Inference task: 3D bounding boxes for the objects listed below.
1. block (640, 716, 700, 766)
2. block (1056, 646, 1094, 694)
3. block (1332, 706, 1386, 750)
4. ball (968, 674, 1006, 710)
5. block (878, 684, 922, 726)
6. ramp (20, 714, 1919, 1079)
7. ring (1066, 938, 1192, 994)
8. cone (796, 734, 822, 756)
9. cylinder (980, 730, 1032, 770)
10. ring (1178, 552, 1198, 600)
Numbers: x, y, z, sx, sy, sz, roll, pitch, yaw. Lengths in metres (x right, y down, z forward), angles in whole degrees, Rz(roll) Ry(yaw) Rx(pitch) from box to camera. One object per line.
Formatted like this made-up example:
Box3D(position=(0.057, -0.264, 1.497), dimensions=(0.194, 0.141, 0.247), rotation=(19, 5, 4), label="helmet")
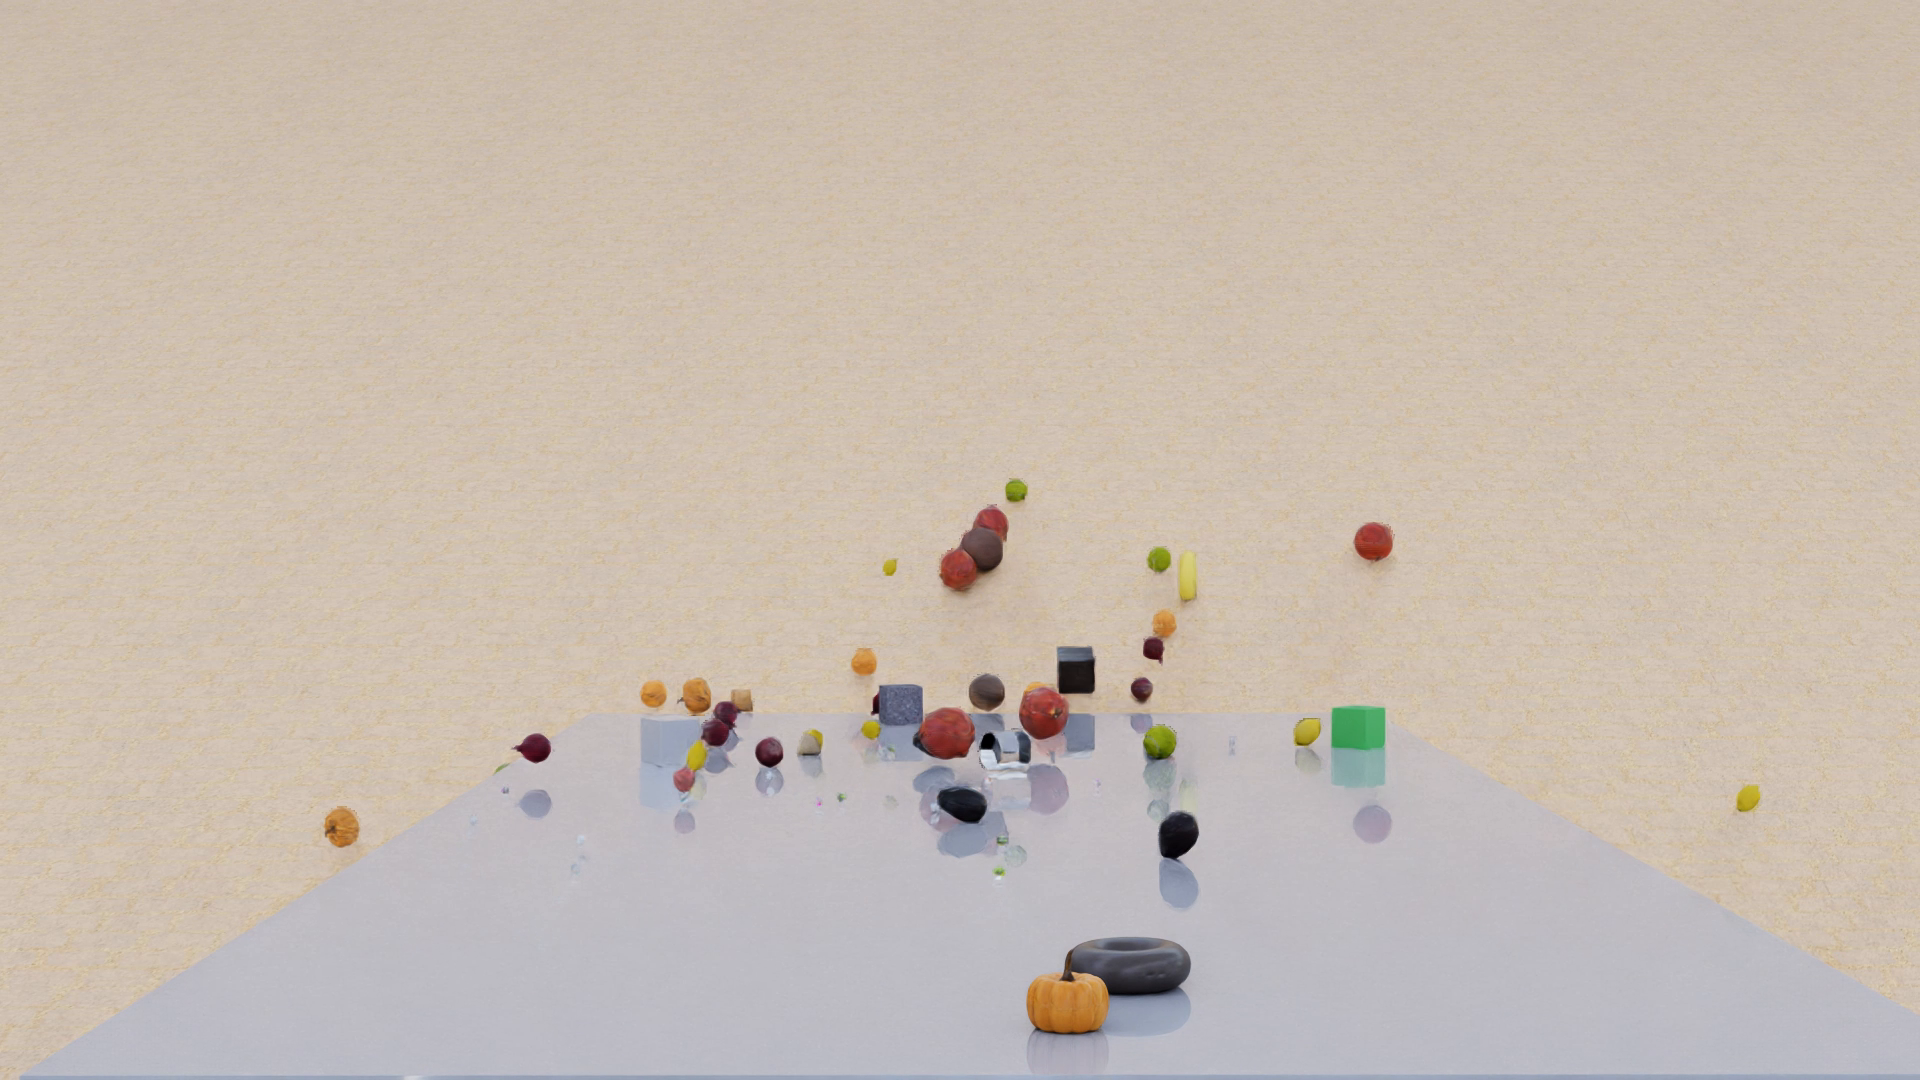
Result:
Box3D(position=(-0.612, 0.422, 5.444), dimensions=(0.092, 0.092, 0.092), rotation=(-1, 2, -34), label="block")
Box3D(position=(0.307, 0.345, 6.860), dimensions=(0.093, 0.093, 0.093), rotation=(-1, 21, -2), label="block")
Box3D(position=(0.889, 0.417, 5.751), dimensions=(0.087, 0.087, 0.087), rotation=(1, 2, 40), label="block")
Box3D(position=(0.070, 0.395, 6.683), dimensions=(0.095, 0.095, 0.095), rotation=(0, 26, 0), label="ball")
Box3D(position=(-0.145, 0.403, 6.316), dimensions=(0.090, 0.090, 0.090), rotation=(0, 1, -15), label="block")
Box3D(position=(0.059, 0.538, 4.574), dimensions=(2.000, 0.100, 4.000), rotation=(0, 1, 0), label="ramp")
Box3D(position=(0.197, 0.499, 3.027), dimensions=(0.148, 0.049, 0.148), rotation=(-1, 1, 0), label="ring")
Box3D(position=(-0.336, 0.453, 5.570), dimensions=(0.052, 0.052, 0.052), rotation=(21, 42, 36), label="cone")
Box3D(position=(0.094, 0.429, 5.272), dimensions=(0.077, 0.077, 0.077), rotation=(-2, 23, -33), label="cylinder")
Box3D(position=(0.645, 0.103, 7.292), dimensions=(0.046, 0.138, 0.138), rotation=(2, 26, 9), label="ring")
